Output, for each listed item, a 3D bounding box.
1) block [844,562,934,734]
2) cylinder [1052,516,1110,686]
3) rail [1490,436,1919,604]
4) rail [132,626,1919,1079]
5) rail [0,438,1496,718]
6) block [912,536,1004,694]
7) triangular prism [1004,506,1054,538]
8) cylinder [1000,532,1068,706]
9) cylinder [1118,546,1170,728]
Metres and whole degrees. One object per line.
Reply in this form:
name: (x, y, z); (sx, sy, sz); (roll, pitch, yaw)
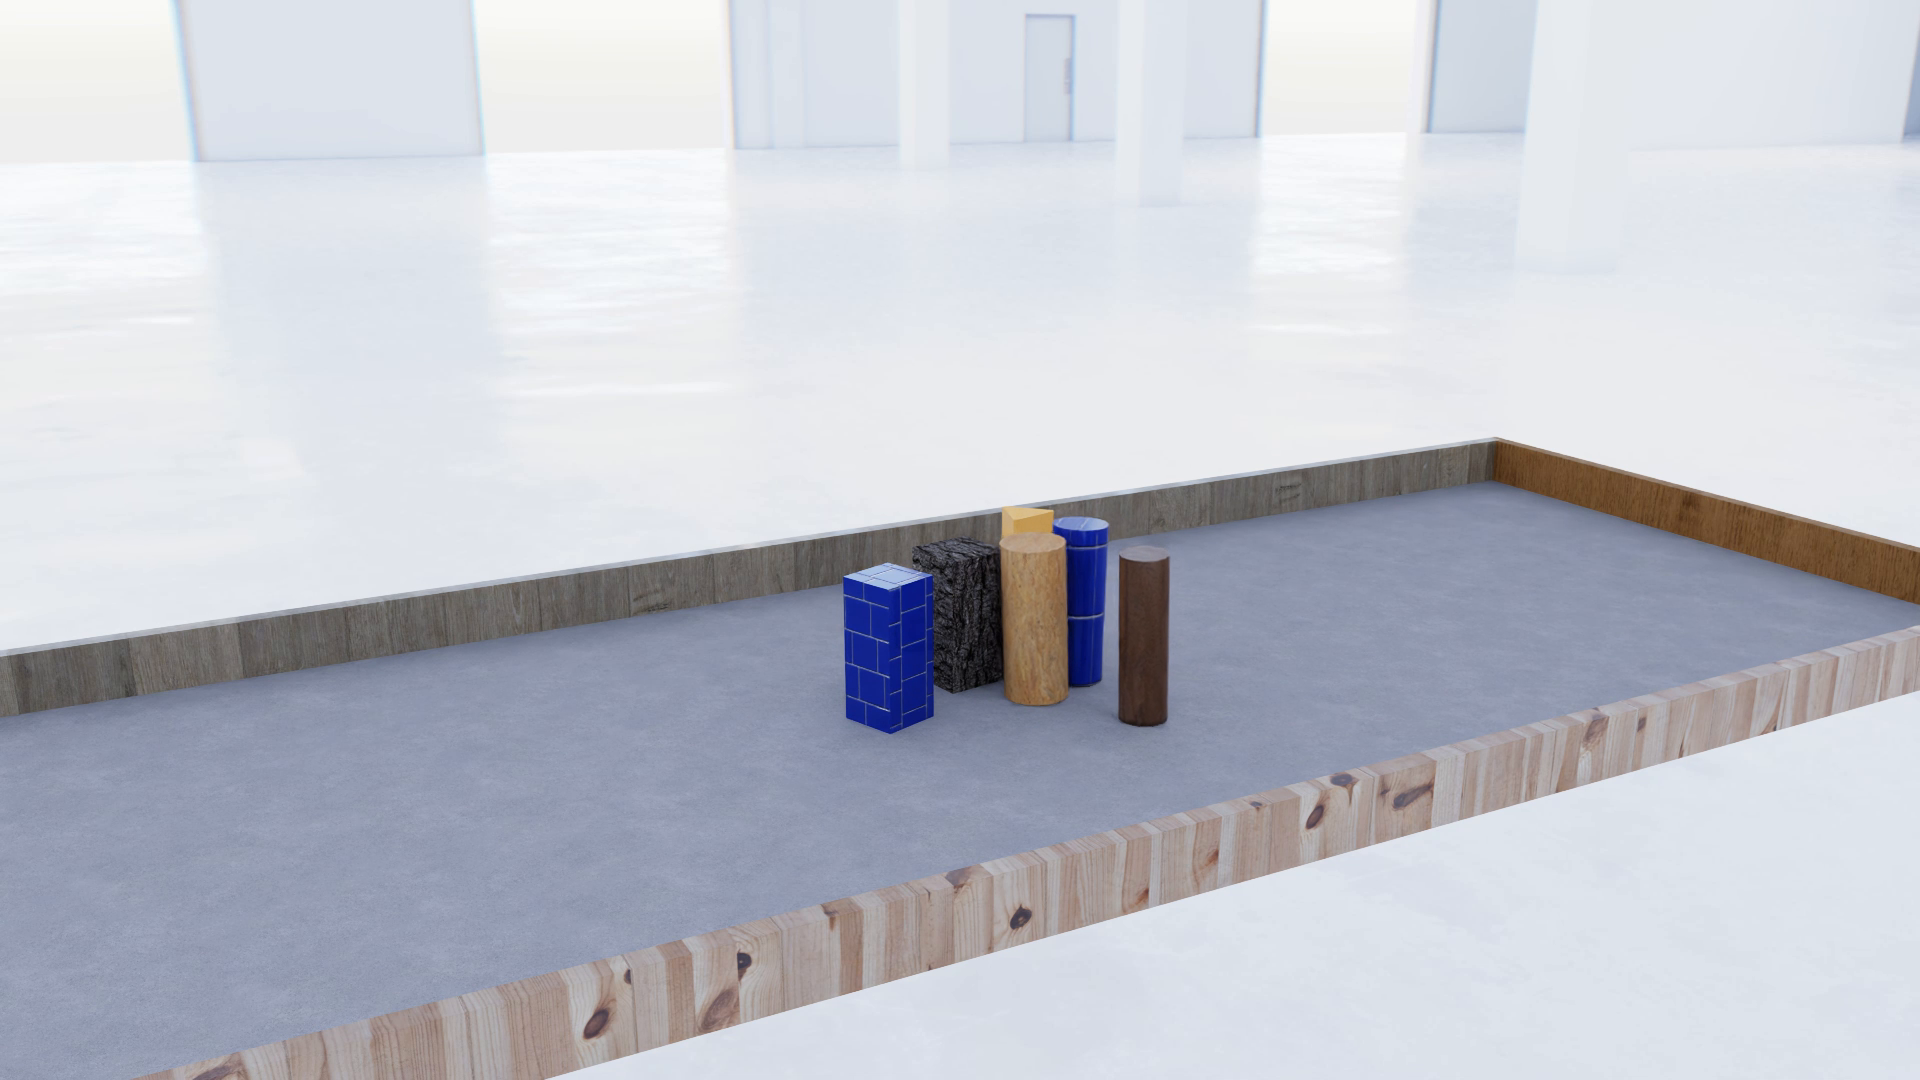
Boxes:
block: (-0.167, 0.252, 3.872); (0.147, 0.352, 0.147); (14, 22, 40)
cylinder: (0.294, 0.152, 4.119); (0.140, 0.399, 0.140); (1, 15, 0)
rail: (2.466, -0.048, 5.253); (0.050, 0.150, 2.100); (-9, 18, -27)
rail: (-2.336, 1.006, 1.665); (12.000, 0.150, 0.050); (-9, 18, -27)
rail: (-3.305, 0.497, 3.399); (12.000, 0.150, 0.050); (-9, 18, -27)
block: (-0.001, 0.184, 4.128); (0.167, 0.338, 0.167); (-12, 20, -35)
triangular prism: (0.154, 0.098, 4.375); (0.138, 0.364, 0.119); (-14, 21, -39)
cylinder: (0.181, 0.191, 3.999); (0.159, 0.391, 0.159); (-2, 18, 1)
cylinder: (0.430, 0.225, 3.854); (0.117, 0.410, 0.117); (-1, 18, 0)
